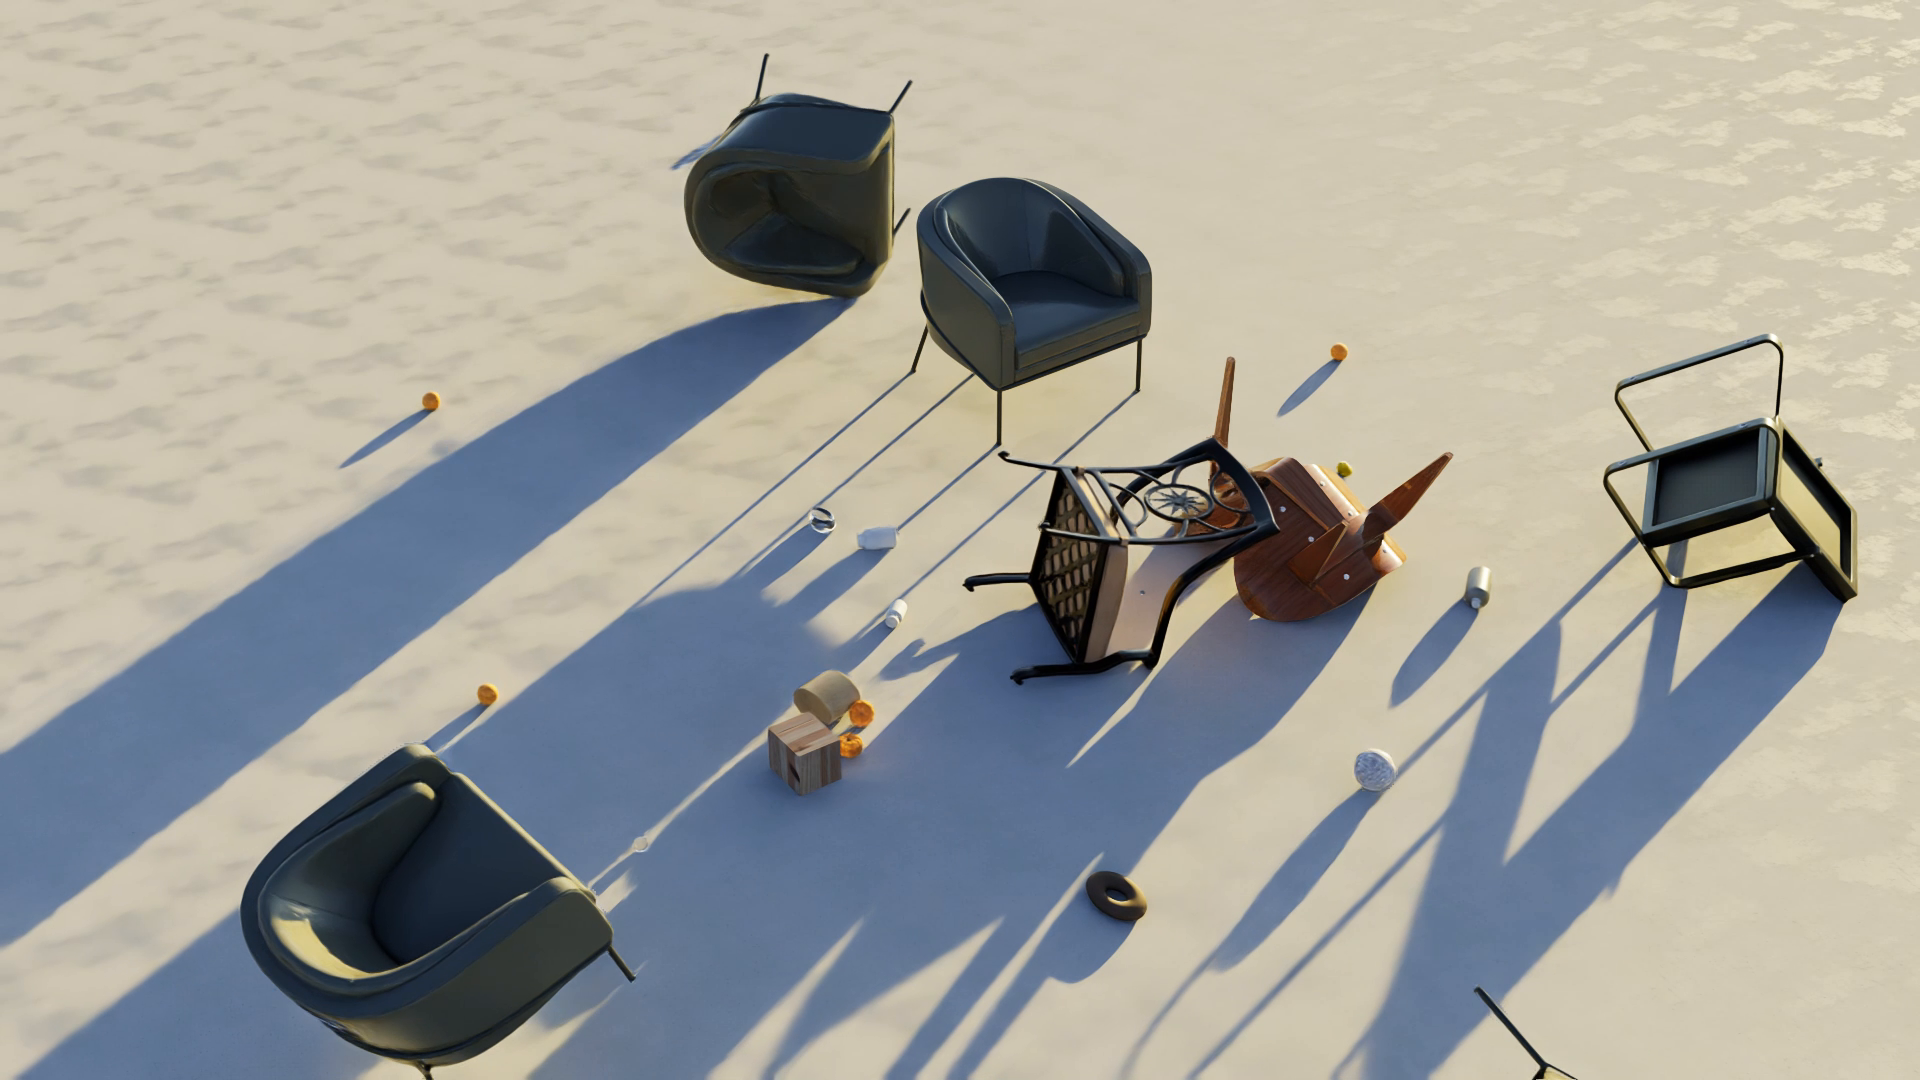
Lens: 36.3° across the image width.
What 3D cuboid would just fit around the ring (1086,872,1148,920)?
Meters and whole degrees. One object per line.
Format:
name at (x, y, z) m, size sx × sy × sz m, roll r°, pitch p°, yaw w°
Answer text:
ring at (0.491, 1.117, 9.208) m, size 0.157 × 0.046 × 0.249 m, roll -21°, pitch 38°, yaw -27°

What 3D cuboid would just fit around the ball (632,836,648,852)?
ball at (-1.027, 0.978, 9.414) m, size 0.050 × 0.050 × 0.050 m, roll 0°, pitch 33°, yaw 0°

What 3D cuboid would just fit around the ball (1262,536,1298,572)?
ball at (1.171, 0.049, 10.748) m, size 0.134 × 0.134 × 0.134 m, roll 0°, pitch 33°, yaw 0°

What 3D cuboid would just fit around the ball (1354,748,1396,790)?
ball at (1.366, 0.757, 9.671) m, size 0.137 × 0.137 × 0.137 m, roll 0°, pitch 33°, yaw 0°

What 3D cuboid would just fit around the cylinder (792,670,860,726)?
cylinder at (-0.455, 0.537, 10.013) m, size 0.180 × 0.128 × 0.148 m, roll 27°, pitch 42°, yaw 33°

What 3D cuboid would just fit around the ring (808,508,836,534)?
ring at (-0.518, -0.073, 11.005) m, size 0.090 × 0.057 × 0.138 m, roll -22°, pitch 41°, yaw -28°

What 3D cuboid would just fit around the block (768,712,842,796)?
block at (-0.515, 0.708, 9.721) m, size 0.161 × 0.165 × 0.190 m, roll -21°, pitch 39°, yaw -29°

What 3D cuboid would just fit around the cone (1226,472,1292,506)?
cone at (1.122, -0.201, 11.198) m, size 0.257 × 0.115 × 0.155 m, roll 3°, pitch 29°, yaw 28°
